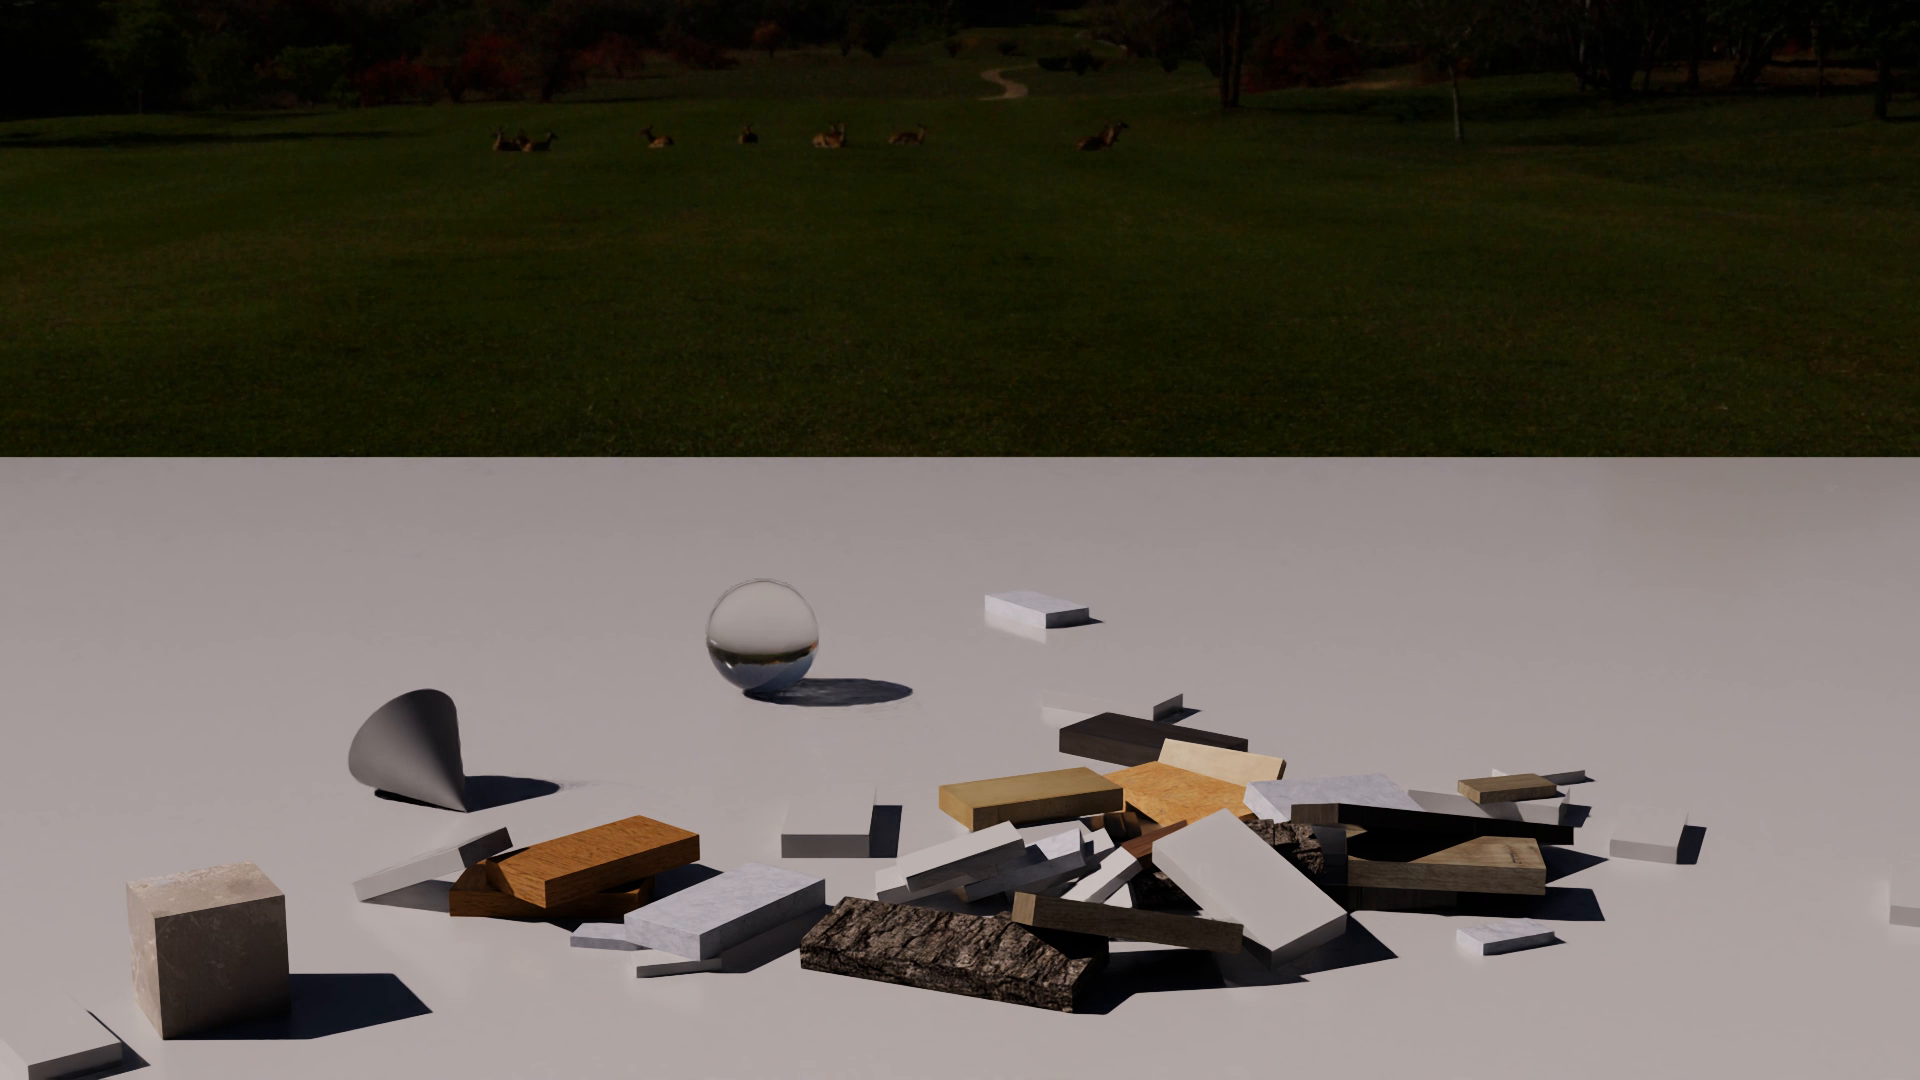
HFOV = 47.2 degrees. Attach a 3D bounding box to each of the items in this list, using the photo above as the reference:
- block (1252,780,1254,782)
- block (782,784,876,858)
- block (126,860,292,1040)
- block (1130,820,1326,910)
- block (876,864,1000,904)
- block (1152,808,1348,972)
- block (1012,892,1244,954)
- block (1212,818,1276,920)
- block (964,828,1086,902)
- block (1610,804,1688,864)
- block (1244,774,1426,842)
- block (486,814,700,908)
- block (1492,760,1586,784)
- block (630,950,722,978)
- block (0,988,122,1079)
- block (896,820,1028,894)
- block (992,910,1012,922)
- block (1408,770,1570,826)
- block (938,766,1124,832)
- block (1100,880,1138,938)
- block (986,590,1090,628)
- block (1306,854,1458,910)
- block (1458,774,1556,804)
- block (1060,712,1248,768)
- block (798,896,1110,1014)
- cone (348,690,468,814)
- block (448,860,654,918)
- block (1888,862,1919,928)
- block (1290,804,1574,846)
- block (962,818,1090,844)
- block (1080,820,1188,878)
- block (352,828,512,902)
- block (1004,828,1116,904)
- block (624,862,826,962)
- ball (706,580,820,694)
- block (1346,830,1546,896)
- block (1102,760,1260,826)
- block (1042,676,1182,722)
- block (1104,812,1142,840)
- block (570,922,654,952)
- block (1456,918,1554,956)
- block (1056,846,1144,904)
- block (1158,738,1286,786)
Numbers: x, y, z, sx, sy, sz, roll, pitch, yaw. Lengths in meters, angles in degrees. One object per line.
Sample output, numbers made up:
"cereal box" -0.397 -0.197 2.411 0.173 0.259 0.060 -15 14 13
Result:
"block" 0.599 0.485 4.114 0.136 0.019 0.068 4 30 30
"block" -0.235 0.507 3.995 0.153 0.043 0.307 0 11 0
"block" -1.088 0.589 3.182 0.179 0.179 0.179 -7 12 -32
"block" 0.438 0.537 3.656 0.312 0.044 0.156 -12 10 2
"block" -0.039 0.553 3.644 0.201 0.028 0.100 -16 12 0
"block" 0.451 0.544 3.454 0.148 0.042 0.297 -21 38 -26
"block" 0.250 0.578 3.323 0.319 0.045 0.159 9 -9 -8
"block" 0.457 0.534 3.542 0.098 0.028 0.196 -4 40 11
"block" 0.108 0.538 3.645 0.201 0.028 0.100 -19 12 7
"block" 1.234 0.524 3.934 0.112 0.032 0.225 4 11 22
"block" 0.679 0.484 3.972 0.297 0.042 0.148 0 24 -26
"block" -0.605 0.529 3.638 0.159 0.045 0.319 10 14 42
"block" 1.133 0.460 4.308 0.160 0.023 0.080 -4 11 -22
"block" -0.432 0.640 3.349 0.130 0.018 0.065 -3 11 -15
"block" -1.265 0.688 3.044 0.122 0.035 0.245 -9 14 -39
"block" 0.001 0.519 3.608 0.201 0.028 0.100 -17 12 -8
"block" 0.063 0.620 3.455 0.071 0.020 0.142 6 12 31
"block" 0.993 0.485 4.129 0.276 0.039 0.138 5 11 23
"block" 0.128 0.465 3.961 0.297 0.042 0.149 -5 12 -24
"block" 0.248 0.588 3.514 0.071 0.020 0.142 -38 8 6
"block" 0.200 0.180 5.771 0.138 0.039 0.276 -7 13 -33
"block" 0.654 0.569 3.661 0.312 0.044 0.156 0 11 0
"block" 1.016 0.461 4.085 0.160 0.023 0.080 -3 11 -17
"block" 0.391 0.418 4.464 0.344 0.049 0.172 8 13 37
"block" -0.009 0.622 3.318 0.440 0.045 0.159 5 19 23
"cone" -0.994 0.445 4.163 0.234 0.234 0.234 -11 42 -45
"block" -0.670 0.576 3.628 0.307 0.043 0.153 0 11 2
"block" 1.586 0.585 3.607 0.112 0.032 0.225 4 11 22
"block" 0.807 0.483 3.725 0.553 0.032 0.113 9 -12 -32
"block" 0.119 0.518 3.922 0.172 0.049 0.344 -3 11 -14
"block" 0.293 0.527 3.662 0.196 0.028 0.098 -21 10 6
"block" -0.870 0.535 3.625 0.245 0.035 0.122 -20 0 28
"block" 0.162 0.543 3.669 0.196 0.028 0.098 -21 12 -2
"block" -0.368 0.584 3.480 0.153 0.043 0.307 7 13 34
"ball" -0.445 0.219 4.966 0.255 0.255 0.255 0 11 0
"block" 0.796 0.531 3.626 0.312 0.044 0.156 2 11 8
"block" 0.428 0.487 4.091 0.172 0.049 0.344 -9 14 -41
"block" 0.336 0.352 4.844 0.276 0.039 0.138 7 12 32
"block" 0.295 0.520 3.999 0.058 0.016 0.116 0 11 -2
"block" -0.538 0.622 3.446 0.130 0.018 0.065 2 11 11
"block" 0.855 0.621 3.448 0.136 0.019 0.068 -5 11 -23
"block" 0.224 0.559 3.573 0.142 0.020 0.071 -37 19 -8
"block" 0.501 0.443 4.246 0.254 0.080 0.023 7 -24 33
